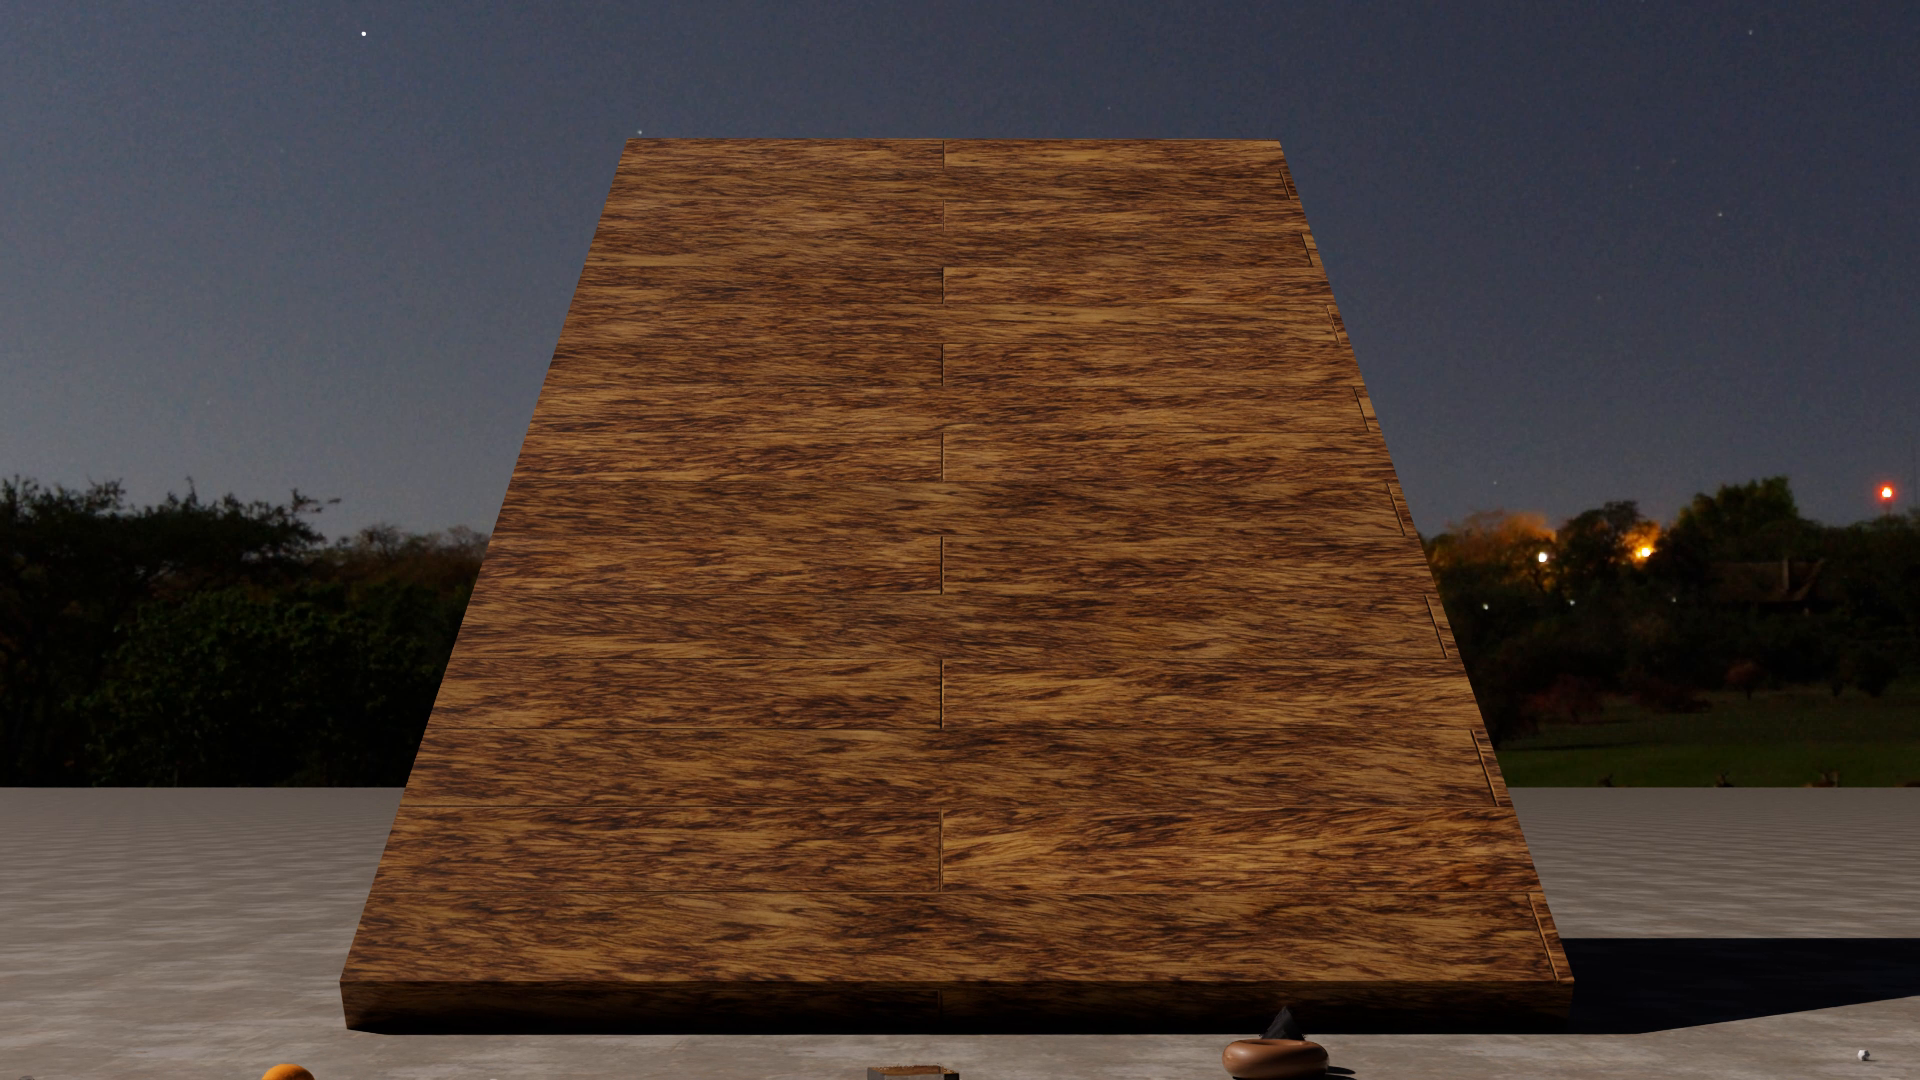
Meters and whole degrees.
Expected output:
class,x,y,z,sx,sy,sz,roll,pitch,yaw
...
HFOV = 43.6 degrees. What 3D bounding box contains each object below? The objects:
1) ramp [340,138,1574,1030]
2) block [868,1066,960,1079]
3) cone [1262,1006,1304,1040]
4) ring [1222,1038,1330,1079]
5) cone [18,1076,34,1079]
class,x,y,z,sx,sy,sz,roll,pitch,yaw
ramp,-0.012,-0.216,5.662,2.000,0.100,4.000,0,29,0
block,-0.053,0.634,2.685,0.082,0.082,0.082,2,-6,-19
cone,0.438,0.725,3.396,0.098,0.098,0.098,-27,-6,-1
ring,0.432,0.712,3.291,0.146,0.049,0.146,1,-7,0
cone,-1.038,0.661,2.720,0.082,0.082,0.082,-5,-34,44
